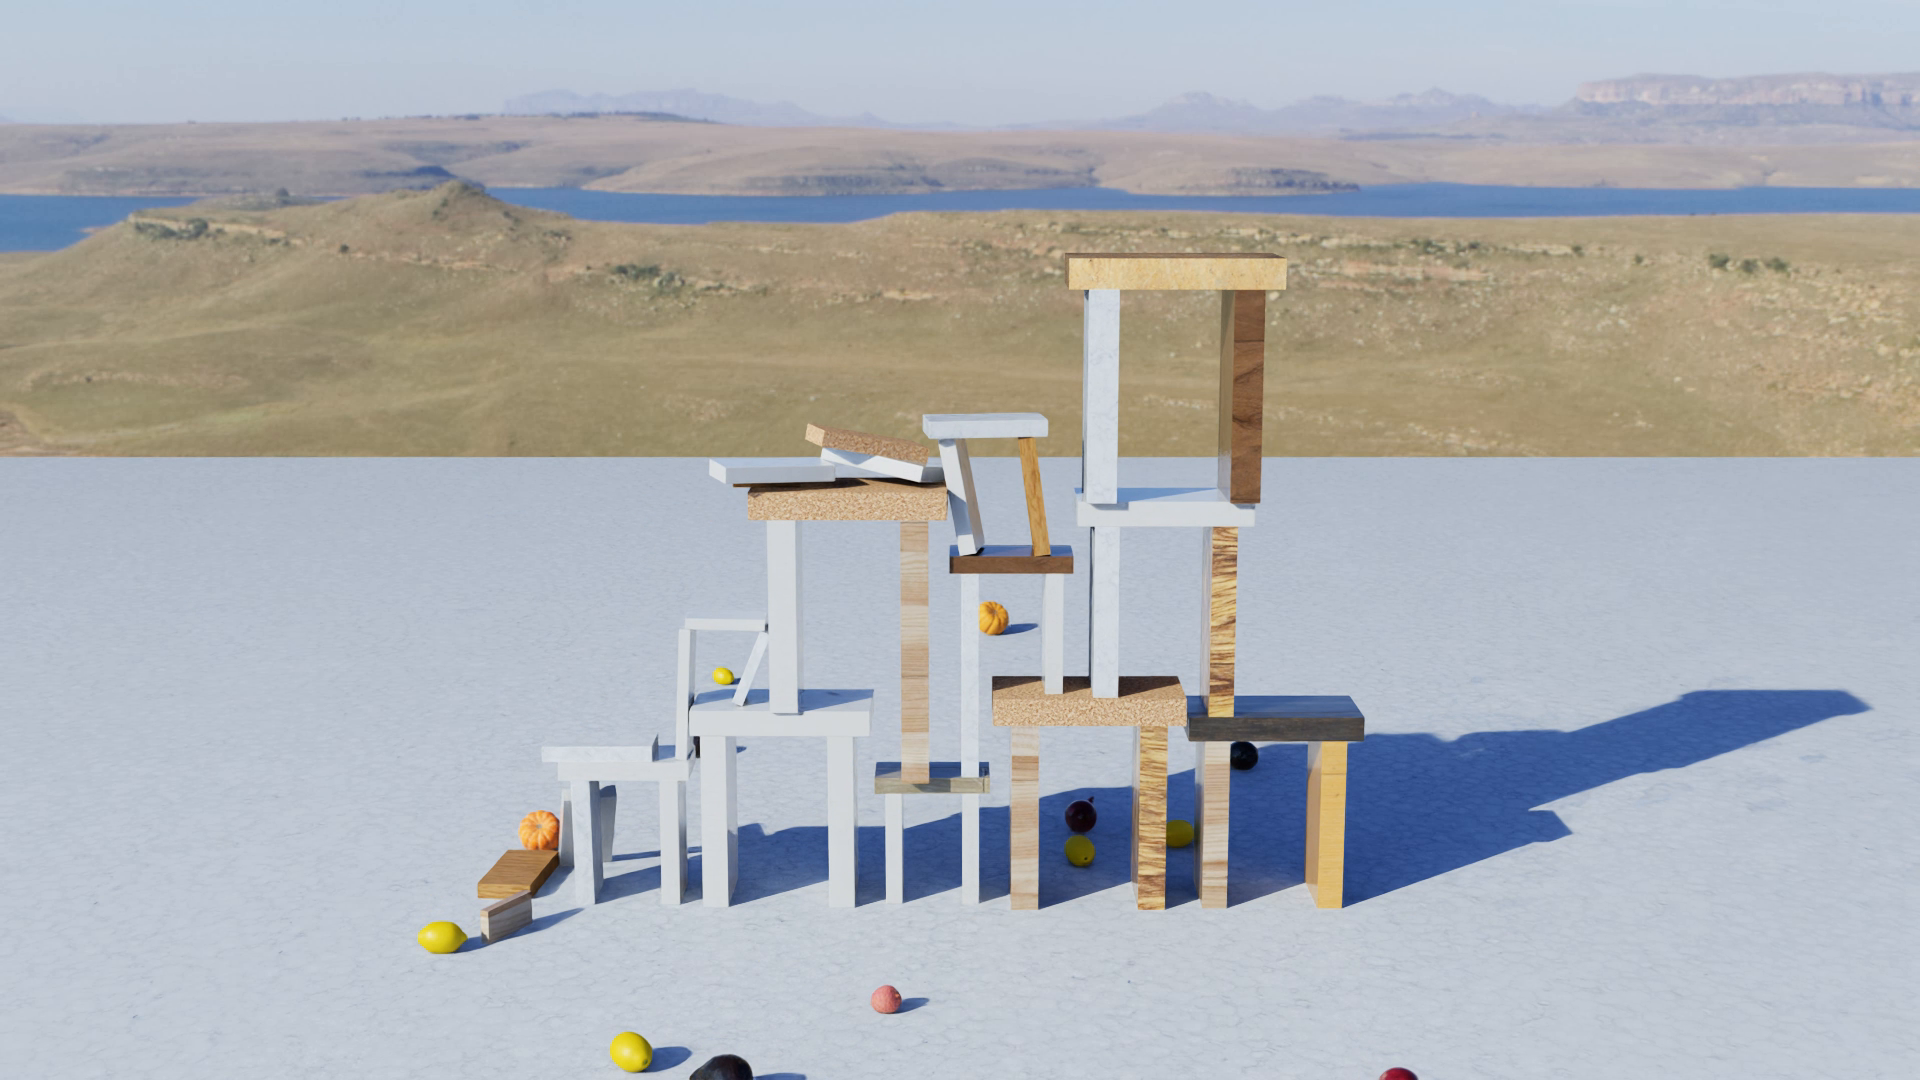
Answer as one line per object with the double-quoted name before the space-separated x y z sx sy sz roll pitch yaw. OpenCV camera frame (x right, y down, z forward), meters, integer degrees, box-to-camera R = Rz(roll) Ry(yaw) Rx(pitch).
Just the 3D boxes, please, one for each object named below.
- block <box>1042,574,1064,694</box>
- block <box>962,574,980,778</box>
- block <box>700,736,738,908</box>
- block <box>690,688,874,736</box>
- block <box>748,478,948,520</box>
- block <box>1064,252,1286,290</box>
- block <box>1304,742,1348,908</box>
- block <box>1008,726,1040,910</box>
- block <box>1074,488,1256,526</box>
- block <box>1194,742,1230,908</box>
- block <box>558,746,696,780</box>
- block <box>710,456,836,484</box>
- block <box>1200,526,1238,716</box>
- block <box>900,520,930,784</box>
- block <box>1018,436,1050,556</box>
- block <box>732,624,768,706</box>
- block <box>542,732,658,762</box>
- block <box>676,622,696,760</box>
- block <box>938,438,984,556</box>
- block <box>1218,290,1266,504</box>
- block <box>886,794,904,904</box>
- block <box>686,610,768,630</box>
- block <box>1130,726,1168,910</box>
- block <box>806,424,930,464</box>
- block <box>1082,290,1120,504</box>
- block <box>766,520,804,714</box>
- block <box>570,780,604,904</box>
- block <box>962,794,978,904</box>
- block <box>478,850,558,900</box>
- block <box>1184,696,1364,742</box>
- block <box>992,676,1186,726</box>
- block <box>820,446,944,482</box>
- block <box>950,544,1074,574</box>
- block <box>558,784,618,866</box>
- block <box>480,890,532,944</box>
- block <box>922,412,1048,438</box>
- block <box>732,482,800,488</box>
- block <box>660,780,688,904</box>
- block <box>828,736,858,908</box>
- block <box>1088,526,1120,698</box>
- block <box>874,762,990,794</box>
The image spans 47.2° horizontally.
"block" 0.151 0.143 3.592 0.028 0.199 0.099 0 11 -1
"block" 0.017 0.211 3.605 0.028 0.339 0.099 0 11 0
"block" -0.399 0.446 3.650 0.041 0.291 0.145 0 11 1
"block" -0.290 0.283 3.616 0.291 0.041 0.145 0 11 1
"block" -0.178 -0.067 3.547 0.314 0.044 0.157 0 11 0
"block" 0.337 -0.426 3.481 0.336 0.048 0.168 0 11 0
"block" 0.605 0.451 3.642 0.040 0.283 0.141 0 11 0
"block" 0.105 0.438 3.640 0.044 0.311 0.155 0 11 0
"block" 0.327 -0.054 3.552 0.280 0.040 0.140 0 11 0
"block" 0.416 0.451 3.642 0.040 0.283 0.141 0 11 0
"block" -0.548 0.367 3.627 0.211 0.030 0.106 0 11 -1
"block" -0.299 -0.111 3.500 0.181 0.026 0.090 -2 11 -22
"block" 0.421 0.119 3.585 0.040 0.312 0.140 0 11 0
"block" -0.073 0.167 3.590 0.044 0.431 0.157 0 11 -1
"block" 0.119 -0.077 3.548 0.027 0.190 0.095 -8 10 2
"block" -0.338 0.203 3.593 0.018 0.128 0.064 22 10 -4
"block" -0.591 0.340 3.619 0.178 0.025 0.089 0 11 -1
"block" -0.448 0.246 3.599 0.018 0.218 0.064 3 11 2
"block" 0.003 -0.077 3.553 0.027 0.190 0.095 -9 9 11
"block" 0.449 -0.238 3.516 0.048 0.336 0.168 0 11 0
"block" -0.108 0.498 3.650 0.027 0.188 0.094 0 11 0
"block" -0.380 0.131 3.581 0.128 0.018 0.064 1 11 -1
"block" 0.312 0.438 3.640 0.044 0.311 0.155 0 11 0
"block" -0.150 -0.156 3.554 0.181 0.026 0.090 9 7 -22
"block" 0.224 -0.238 3.514 0.048 0.336 0.168 0 10 1
"block" -0.283 0.109 3.580 0.044 0.314 0.157 0 11 0
"block" -0.618 0.486 3.648 0.030 0.212 0.106 -1 11 -1
"block" 0.017 0.498 3.650 0.027 0.188 0.094 0 11 0
"block" -0.748 0.566 3.727 0.089 0.025 0.178 1 11 5
"block" 0.510 0.293 3.613 0.283 0.040 0.141 0 11 0
"block" 0.209 0.263 3.607 0.310 0.044 0.155 0 11 0
"block" -0.124 -0.125 3.562 0.181 0.026 0.090 14 7 23
"block" 0.083 0.031 3.570 0.199 0.028 0.099 0 11 0
"block" -0.638 0.490 3.765 0.089 0.178 0.025 -3 45 -16
"block" -0.718 0.597 3.485 0.015 0.054 0.107 5 12 27
"block" 0.040 -0.184 3.527 0.190 0.027 0.095 -1 11 -7
"block" -0.311 -0.097 3.543 0.107 0.015 0.054 0 11 -2
"block" -0.475 0.486 3.649 0.030 0.211 0.106 0 11 0
"block" -0.193 0.446 3.646 0.041 0.291 0.145 0 11 0
"block" 0.235 0.103 3.582 0.040 0.280 0.140 0 11 0
"block" -0.045 0.392 3.631 0.188 0.027 0.094 0 11 0
